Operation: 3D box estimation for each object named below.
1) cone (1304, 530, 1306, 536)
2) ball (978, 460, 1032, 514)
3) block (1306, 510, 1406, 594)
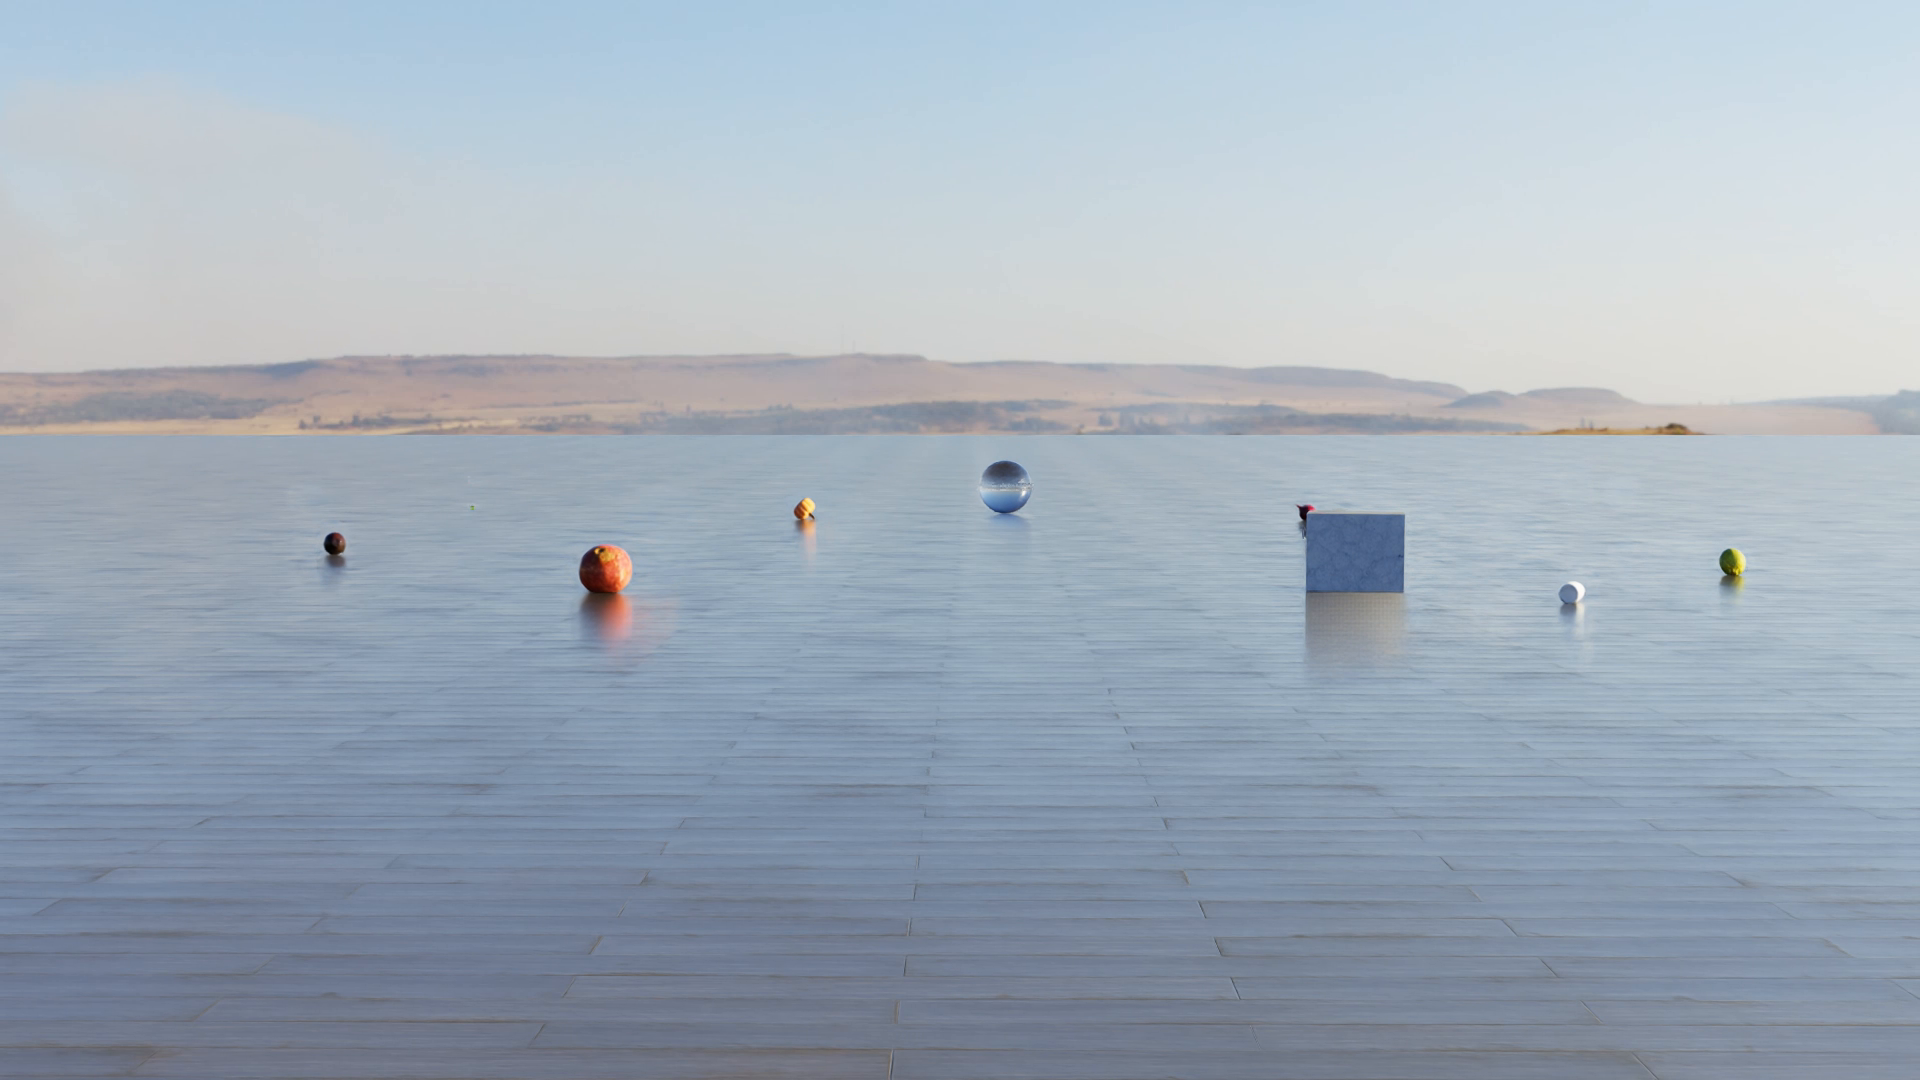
[{"bbox_3d":[1.039,-0.003,6.250,0.167,0.088,0.163,-16,14,27],"label":"cone"},{"bbox_3d":[0.163,-0.192,7.935,0.193,0.193,0.193,0,4,0],"label":"ball"},{"bbox_3d":[0.884,0.025,4.911,0.213,0.173,0.112,1,4,11],"label":"block"}]
